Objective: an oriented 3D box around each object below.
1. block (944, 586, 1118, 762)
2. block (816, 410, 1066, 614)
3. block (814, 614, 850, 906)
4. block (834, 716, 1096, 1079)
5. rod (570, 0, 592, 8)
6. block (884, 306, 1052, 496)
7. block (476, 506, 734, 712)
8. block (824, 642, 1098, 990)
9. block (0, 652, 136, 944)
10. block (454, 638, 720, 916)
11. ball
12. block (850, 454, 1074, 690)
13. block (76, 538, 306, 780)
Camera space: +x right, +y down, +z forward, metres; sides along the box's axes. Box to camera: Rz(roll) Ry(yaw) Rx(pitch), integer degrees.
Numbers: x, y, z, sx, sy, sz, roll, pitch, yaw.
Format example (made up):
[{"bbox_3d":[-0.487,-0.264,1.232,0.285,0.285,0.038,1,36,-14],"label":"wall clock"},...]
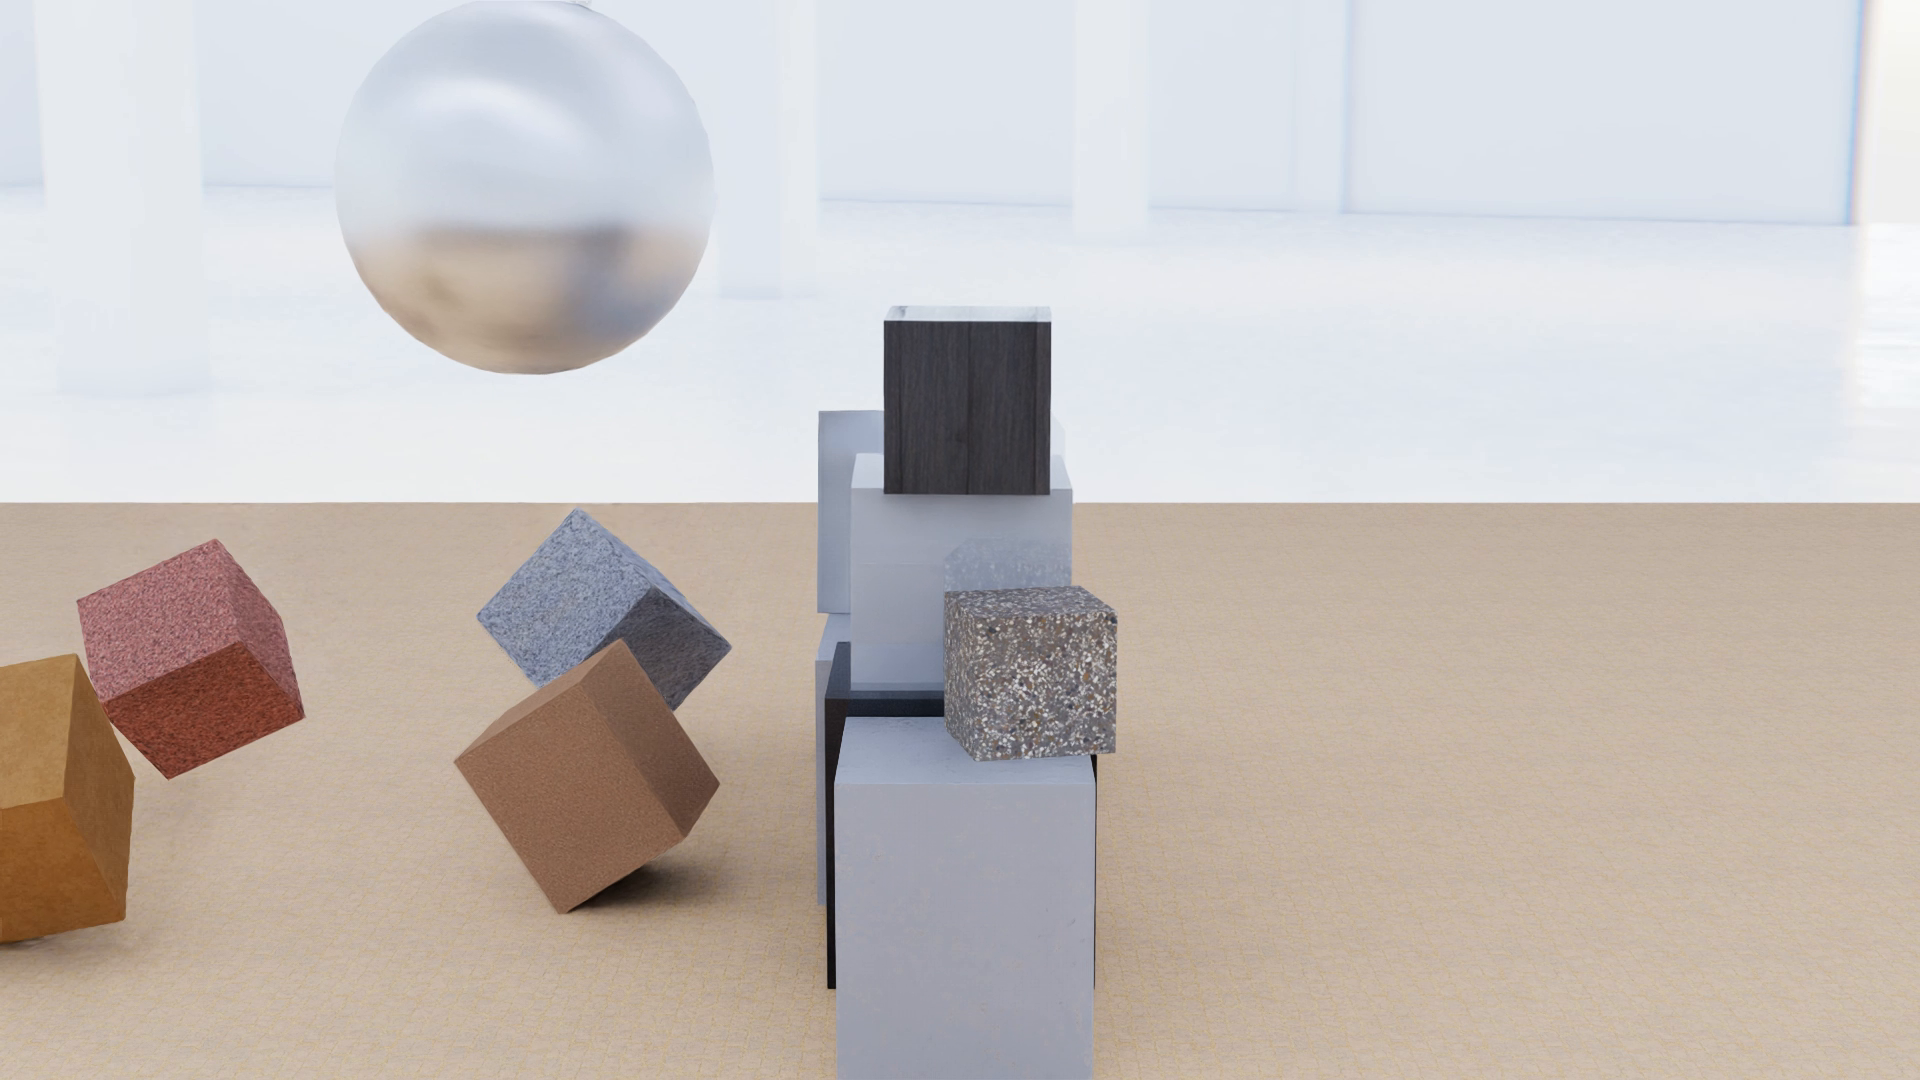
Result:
[{"bbox_3d":[0.252,0.480,9.372,0.520,0.520,0.491,-2,11,-13],"label":"block"},{"bbox_3d":[-0.067,-0.103,12.183,1.061,0.929,1.008,0,-3,7],"label":"block"},{"bbox_3d":[-0.093,0.950,11.340,1.022,1.074,0.955,0,10,1],"label":"block"},{"bbox_3d":[0.017,1.294,9.400,0.901,1.091,0.935,0,10,0],"label":"block"},{"bbox_3d":[-0.797,-4.683,10.329,0.080,5.200,0.080,18,10,-3],"label":"rod"},{"bbox_3d":[0.034,-0.544,9.841,0.623,0.652,0.591,1,11,1],"label":"block"},{"bbox_3d":[-1.804,0.467,13.029,0.746,0.760,0.763,42,-2,38],"label":"block"},{"bbox_3d":[0.005,1.085,10.359,1.040,1.159,1.004,0,10,0],"label":"block"},{"bbox_3d":[-3.844,1.067,10.388,0.725,0.773,0.788,-11,44,-4],"label":"block"},{"bbox_3d":[-1.597,1.012,11.122,0.650,0.794,0.806,-32,6,10],"label":"block"},{"bbox_3d":[-1.840,-1.499,10.908,1.600,1.600,1.600,0,10,0],"label":"ball"},{"bbox_3d":[-0.001,0.114,10.244,0.845,0.793,0.862,0,11,-1],"label":"block"},{"bbox_3d":[-3.681,0.573,12.297,0.727,0.697,0.667,-24,52,-2],"label":"block"}]
